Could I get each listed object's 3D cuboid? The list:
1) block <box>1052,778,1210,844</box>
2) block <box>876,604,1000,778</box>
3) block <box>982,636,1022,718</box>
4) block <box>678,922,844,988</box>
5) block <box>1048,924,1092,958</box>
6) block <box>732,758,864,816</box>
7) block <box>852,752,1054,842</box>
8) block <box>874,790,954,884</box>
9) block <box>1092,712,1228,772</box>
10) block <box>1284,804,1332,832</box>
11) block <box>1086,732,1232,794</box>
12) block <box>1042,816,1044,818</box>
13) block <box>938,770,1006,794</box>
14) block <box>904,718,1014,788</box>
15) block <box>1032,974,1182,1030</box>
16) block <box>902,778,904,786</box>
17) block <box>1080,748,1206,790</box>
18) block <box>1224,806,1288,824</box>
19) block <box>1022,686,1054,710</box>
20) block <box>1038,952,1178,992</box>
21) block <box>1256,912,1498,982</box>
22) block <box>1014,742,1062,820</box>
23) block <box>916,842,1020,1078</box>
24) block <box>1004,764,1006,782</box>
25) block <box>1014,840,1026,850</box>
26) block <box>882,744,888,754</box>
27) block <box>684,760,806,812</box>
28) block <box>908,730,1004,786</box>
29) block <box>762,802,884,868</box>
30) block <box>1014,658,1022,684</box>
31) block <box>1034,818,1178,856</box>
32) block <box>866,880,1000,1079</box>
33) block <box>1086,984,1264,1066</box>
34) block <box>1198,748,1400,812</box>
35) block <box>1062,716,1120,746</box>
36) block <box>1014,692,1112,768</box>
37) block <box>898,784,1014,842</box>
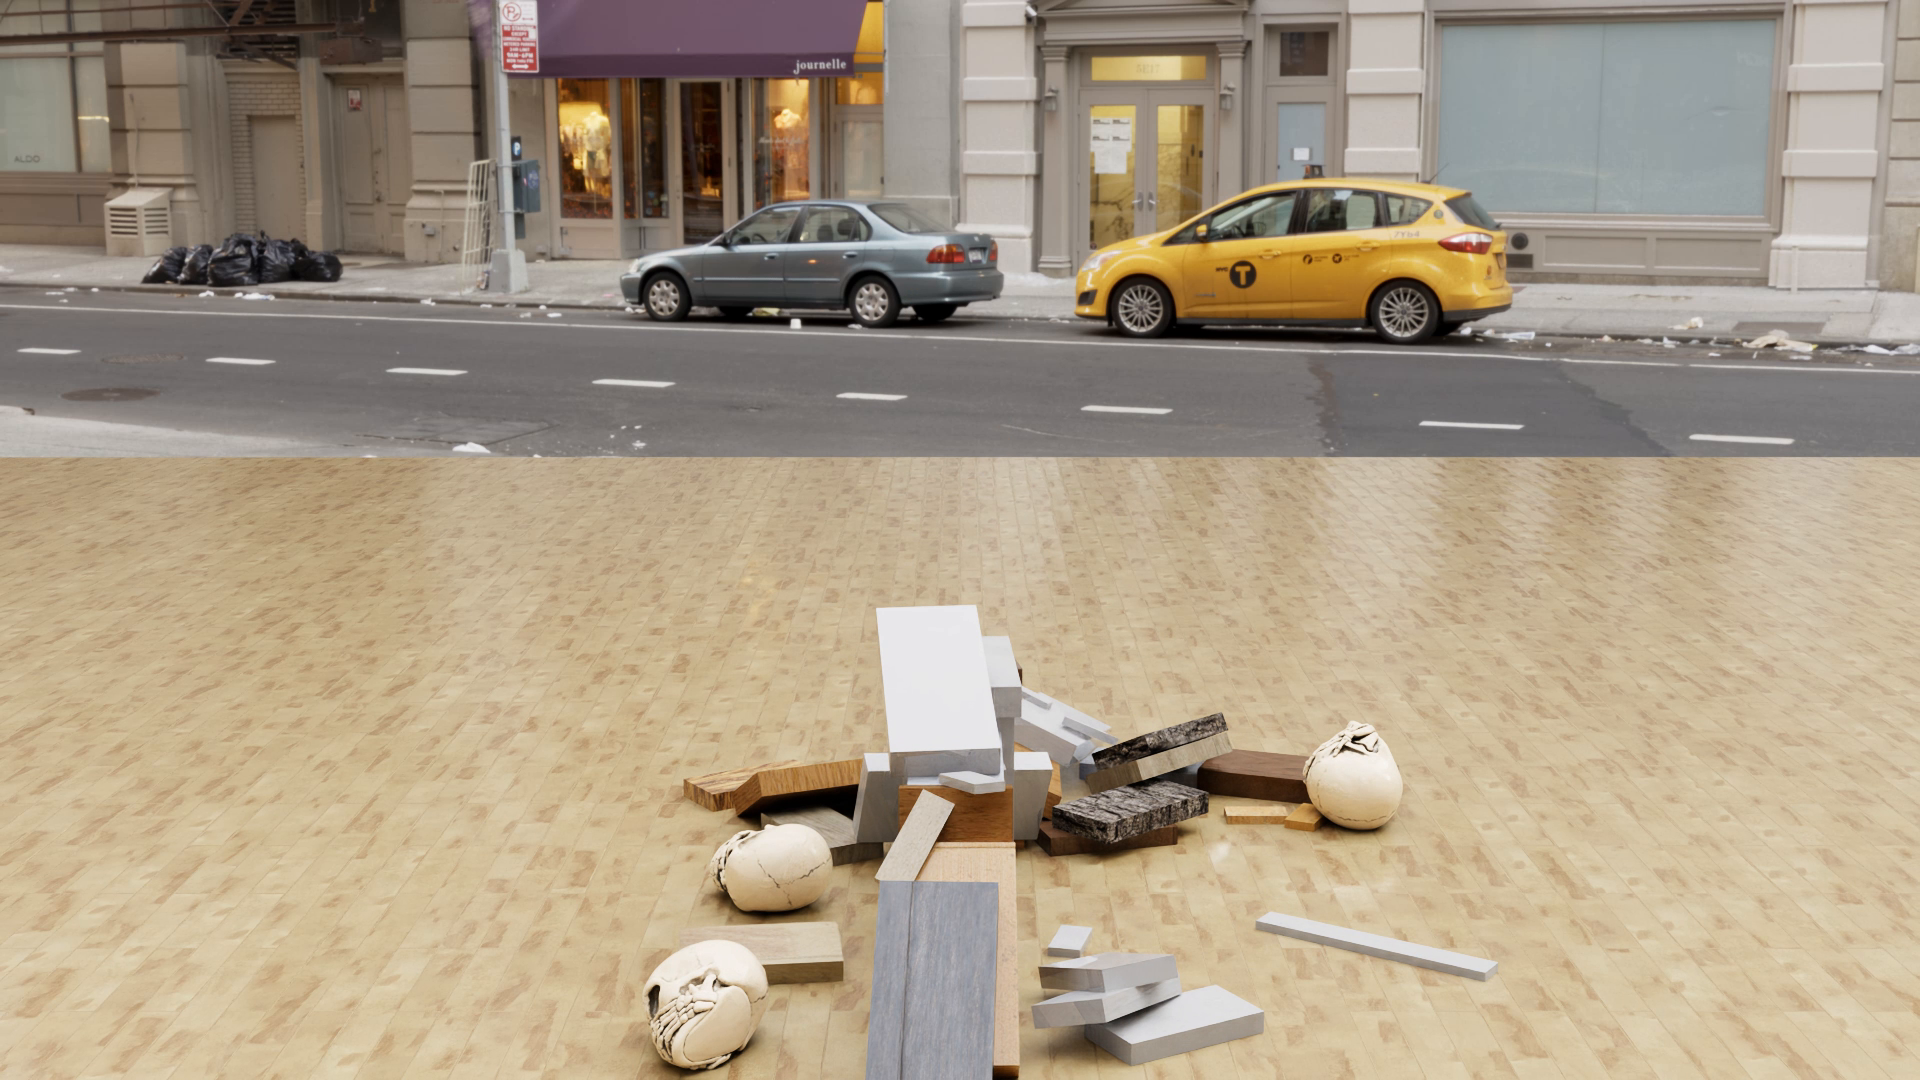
[{"bbox_3d":[0.308,0.484,3.949,0.268,0.038,0.134,-10,14,-42],"label":"block"},{"bbox_3d":[-0.038,0.226,3.386,0.162,0.046,0.401,-2,30,-5],"label":"block"},{"bbox_3d":[0.003,0.222,3.604,0.175,0.049,0.349,0,11,-2],"label":"block"},{"bbox_3d":[-0.302,0.626,3.326,0.242,0.034,0.121,-1,19,-8],"label":"block"},{"bbox_3d":[0.173,0.627,3.432,0.050,0.014,0.101,3,11,14],"label":"block"},{"bbox_3d":[-0.243,0.453,4.085,0.323,0.046,0.162,-5,-17,-25],"label":"block"},{"bbox_3d":[-0.014,0.448,3.835,0.327,0.163,0.046,1,35,-14],"label":"block"},{"bbox_3d":[-0.063,0.425,3.088,0.050,0.014,0.152,24,59,10],"label":"block"},{"bbox_3d":[0.391,0.392,4.275,0.134,0.038,0.268,-25,-11,39],"label":"block"},{"bbox_3d":[0.643,0.511,4.051,0.056,0.016,0.113,5,12,26],"label":"block"},{"bbox_3d":[0.377,0.421,4.149,0.268,0.038,0.134,-11,-9,-45],"label":"block"},{"bbox_3d":[0.158,0.475,4.250,0.046,0.013,0.368,0,11,1],"label":"block"},{"bbox_3d":[0.017,0.347,3.146,0.050,0.014,0.101,-2,4,-30],"label":"block"},{"bbox_3d":[-0.002,0.442,3.511,0.175,0.349,0.049,0,11,0],"label":"block"},{"bbox_3d":[0.208,0.646,3.090,0.113,0.032,0.227,-13,-7,32],"label":"block"},{"bbox_3d":[-0.007,0.404,3.716,0.175,0.349,0.049,1,11,5],"label":"block"},{"bbox_3d":[0.367,0.451,4.326,0.238,0.034,0.119,4,11,20],"label":"block"},{"bbox_3d":[0.547,0.509,4.063,0.113,0.016,0.056,0,11,1],"label":"block"},{"bbox_3d":[0.139,0.312,4.412,0.093,0.013,0.046,26,8,14],"label":"block"},{"bbox_3d":[0.210,0.620,3.155,0.113,0.032,0.227,-7,-7,-22],"label":"block"},{"bbox_3d":[0.643,0.630,3.416,0.384,0.015,0.052,7,13,35],"label":"block"},{"bbox_3d":[0.106,0.409,4.232,0.163,0.046,0.590,24,8,-2],"label":"block"},{"bbox_3d":[-0.003,0.574,3.027,0.163,0.326,0.046,0,-34,0],"label":"block"},{"bbox_3d":[0.001,0.492,3.423,0.140,0.281,0.040,0,6,-2],"label":"block"},{"bbox_3d":[0.089,0.528,3.955,0.059,0.017,0.119,1,11,5],"label":"block"},{"bbox_3d":[-0.064,0.413,3.959,0.162,0.046,0.323,-9,-24,-13],"label":"block"},{"bbox_3d":[-0.394,0.470,4.221,0.242,0.034,0.121,-7,13,-33],"label":"block"},{"bbox_3d":[-0.006,0.347,3.325,0.140,0.040,0.281,0,11,0],"label":"block"},{"bbox_3d":[-0.247,0.525,3.923,0.121,0.034,0.242,-6,12,-30],"label":"block"},{"bbox_3d":[0.036,0.280,4.893,0.164,0.046,0.328,0,7,-6],"label":"block"},{"bbox_3d":[0.257,0.522,3.941,0.238,0.034,0.119,-3,11,-16],"label":"block"},{"bbox_3d":[-0.034,0.606,2.924,0.163,0.046,0.326,1,49,3],"label":"block"},{"bbox_3d":[0.302,0.681,3.092,0.227,0.032,0.113,-6,12,-30],"label":"block"},{"bbox_3d":[0.652,0.461,4.238,0.357,0.046,0.164,4,11,20],"label":"block"},{"bbox_3d":[0.256,0.373,4.286,0.113,0.016,0.056,22,-2,11],"label":"block"},{"bbox_3d":[0.186,0.373,4.360,0.163,0.046,0.327,26,8,13],"label":"block"},{"bbox_3d":[-0.006,0.518,3.159,0.163,0.326,0.046,0,0,0],"label":"block"}]
